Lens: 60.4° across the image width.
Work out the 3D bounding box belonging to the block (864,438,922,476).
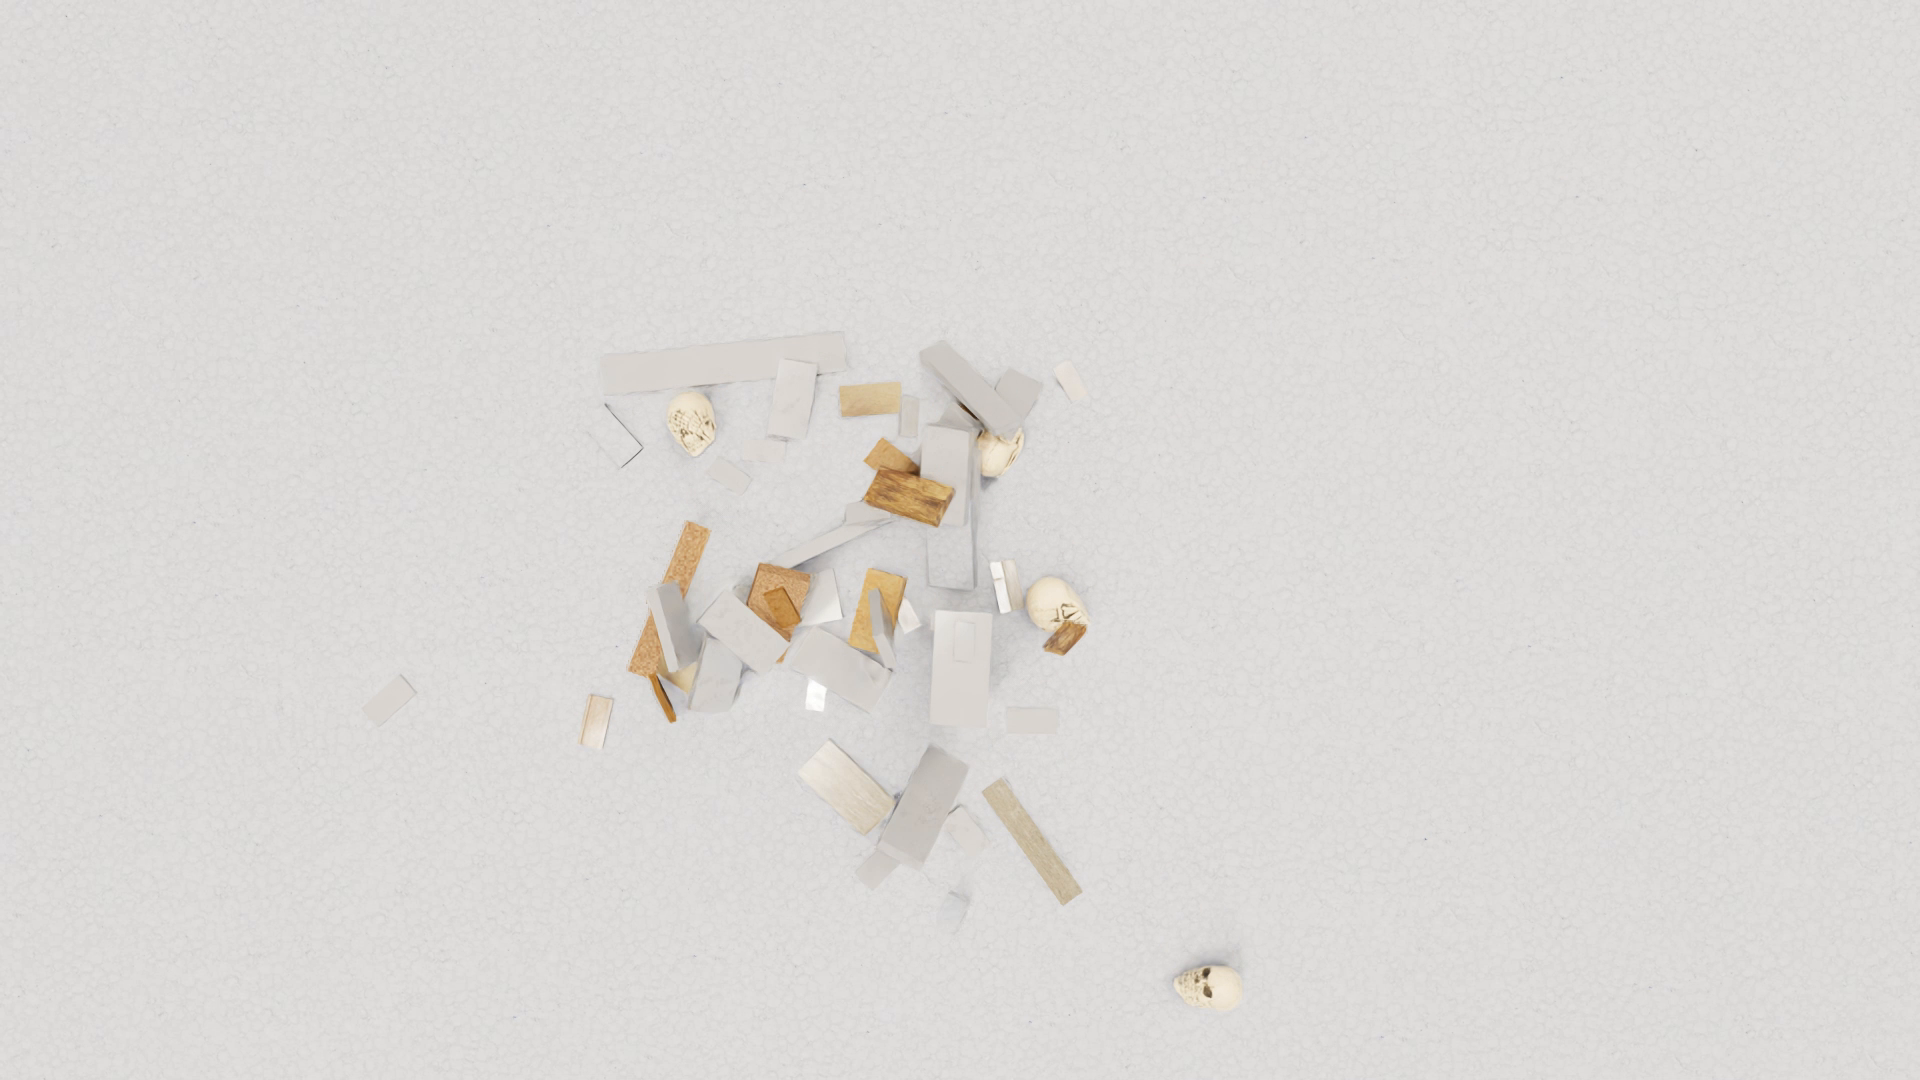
[{"bbox_3d":[-0.210,-0.239,5.486,0.203,0.029,0.102,38,90,0],"label":"block"}]

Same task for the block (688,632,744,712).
[{"bbox_3d":[-0.793,0.435,5.398,0.138,0.039,0.276,6,116,-25],"label":"block"}]

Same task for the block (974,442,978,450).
[{"bbox_3d":[-0.014,-0.212,5.394,0.132,0.037,0.264,13,125,16],"label":"block"}]

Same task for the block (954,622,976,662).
[{"bbox_3d":[0.013,0.314,5.087,0.059,0.017,0.118,4,90,0],"label":"block"}]

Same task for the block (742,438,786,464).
[{"bbox_3d":[-0.652,-0.296,5.490,0.140,0.020,0.070,5,90,0],"label":"block"}]

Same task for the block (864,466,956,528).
[{"bbox_3d":[-0.162,-0.141,5.253,0.264,0.037,0.132,18,68,23],"label":"block"}]

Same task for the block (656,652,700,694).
[{"bbox_3d":[-0.917,0.423,5.482,0.252,0.036,0.126,33,90,0],"label":"block"}]

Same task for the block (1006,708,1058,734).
[{"bbox_3d":[0.241,0.602,5.488,0.167,0.024,0.084,1,90,0],"label":"block"}]

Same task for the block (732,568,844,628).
[{"bbox_3d":[-0.571,0.209,5.476,0.338,0.048,0.169,-11,90,0],"label":"block"}]

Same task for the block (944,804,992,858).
[{"bbox_3d":[0.021,0.969,5.475,0.084,0.024,0.168,-38,99,0],"label":"block"}]

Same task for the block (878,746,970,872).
[{"bbox_3d":[-0.114,0.859,5.321,0.154,0.443,0.044,29,132,0],"label":"block"}]

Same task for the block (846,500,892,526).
[{"bbox_3d":[-0.292,-0.090,5.299,0.152,0.022,0.076,-8,60,13],"label":"block"}]

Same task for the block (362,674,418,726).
[{"bbox_3d":[-1.898,0.534,5.488,0.168,0.024,0.084,-42,90,0],"label":"block"}]

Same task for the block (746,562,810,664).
[{"bbox_3d":[-0.616,0.241,5.377,0.169,0.048,0.338,14,121,-13],"label":"block"}]

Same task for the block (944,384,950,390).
[{"bbox_3d":[0.055,-0.485,5.445,0.196,0.098,0.028,35,131,5],"label":"block"}]

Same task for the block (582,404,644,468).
[{"bbox_3d":[-1.155,-0.346,5.486,0.098,0.028,0.196,-42,90,0],"label":"block"}]

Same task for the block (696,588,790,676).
[{"bbox_3d":[-0.695,0.298,5.311,0.276,0.039,0.138,42,84,-12],"label":"block"}]

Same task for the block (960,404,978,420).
[{"bbox_3d":[0.007,-0.379,5.435,0.196,0.028,0.098,-40,90,33],"label":"block"}]

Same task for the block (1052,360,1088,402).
[{"bbox_3d":[0.368,-0.529,5.491,0.065,0.018,0.131,-30,90,0],"label":"block"}]

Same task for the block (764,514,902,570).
[{"bbox_3d":[-0.387,-0.013,5.400,0.547,0.169,0.048,-25,90,3],"label":"block"}]

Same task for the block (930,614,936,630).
[{"bbox_3d":[-0.003,0.267,5.322,0.176,0.353,0.050,0,87,0],"label":"block"}]

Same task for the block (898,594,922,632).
[{"bbox_3d":[-0.193,0.225,5.492,0.059,0.017,0.163,-28,90,0],"label":"block"}]

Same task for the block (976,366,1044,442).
[{"bbox_3d":[0.165,-0.446,5.400,0.132,0.037,0.264,30,49,0],"label":"block"}]

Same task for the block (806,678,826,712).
[{"bbox_3d":[-0.478,0.507,5.492,0.059,0.017,0.118,6,90,0],"label":"block"}]

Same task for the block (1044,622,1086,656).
[{"bbox_3d":[0.344,0.325,5.427,0.076,0.152,0.022,17,48,-20],"label":"block"}]

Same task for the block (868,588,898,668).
[{"bbox_3d":[-0.248,0.280,5.281,0.037,0.264,0.132,-18,122,4],"label":"block"}]

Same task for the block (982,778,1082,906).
[{"bbox_3d":[0.240,1.003,5.488,0.084,0.024,0.464,-36,90,0],"label":"block"}]

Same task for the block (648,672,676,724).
[{"bbox_3d":[-0.974,0.518,5.410,0.024,0.167,0.084,-23,47,-7],"label":"block"}]

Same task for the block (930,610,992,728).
[{"bbox_3d":[0.003,0.398,5.121,0.176,0.050,0.353,3,90,0],"label":"block"}]

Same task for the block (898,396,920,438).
[{"bbox_3d":[-0.170,-0.410,5.474,0.065,0.018,0.131,3,90,-34],"label":"block"}]

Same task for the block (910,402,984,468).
[{"bbox_3d":[-0.042,-0.315,5.401,0.132,0.037,0.264,41,127,4],"label":"block"}]

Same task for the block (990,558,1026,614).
[{"bbox_3d":[0.158,0.152,5.488,0.084,0.024,0.168,-12,90,0],"label":"block"}]

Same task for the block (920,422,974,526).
[{"bbox_3d":[-0.045,-0.209,5.275,0.157,0.044,0.313,10,109,19],"label":"block"}]

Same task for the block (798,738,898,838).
[{"bbox_3d":[-0.375,0.822,5.478,0.309,0.044,0.154,43,90,0],"label":"block"}]

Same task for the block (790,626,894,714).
[{"bbox_3d":[-0.390,0.430,5.461,0.309,0.044,0.154,31,76,0],"label":"block"}]

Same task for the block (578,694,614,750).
[{"bbox_3d":[-1.212,0.604,5.488,0.084,0.024,0.168,13,90,0],"label":"block"}]

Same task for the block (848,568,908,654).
[{"bbox_3d":[-0.273,0.237,5.463,0.132,0.037,0.264,15,90,17],"label":"block"}]

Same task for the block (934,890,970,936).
[{"bbox_3d":[-0.025,1.232,5.446,0.076,0.022,0.152,26,121,9],"label":"block"}]

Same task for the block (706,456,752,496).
[{"bbox_3d":[-0.767,-0.213,5.490,0.140,0.020,0.070,35,90,0],"label":"block"}]

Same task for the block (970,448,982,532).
[{"bbox_3d":[-0.016,-0.164,5.375,0.157,0.044,0.313,14,125,15],"label":"block"}]

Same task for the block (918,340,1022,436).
[{"bbox_3d":[0.029,-0.496,5.358,0.102,0.029,0.429,-26,56,-25],"label":"block"}]

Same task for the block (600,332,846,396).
[{"bbox_3d":[-0.785,-0.584,5.482,0.807,0.036,0.126,-6,90,0],"label":"block"}]

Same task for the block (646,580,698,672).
[{"bbox_3d":[-0.934,0.280,5.378,0.039,0.138,0.276,-12,96,21],"label":"block"}]

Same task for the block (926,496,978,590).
[{"bbox_3d":[-0.027,0.004,5.397,0.157,0.044,0.313,6,113,21],"label":"block"}]

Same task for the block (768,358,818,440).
[{"bbox_3d":[-0.553,-0.467,5.459,0.126,0.036,0.252,10,99,-3],"label":"block"}]

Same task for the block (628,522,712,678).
[{"bbox_3d":[-0.959,0.199,5.453,0.084,0.024,0.531,22,84,-14],"label":"block"}]

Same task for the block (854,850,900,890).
[{"bbox_3d":[-0.198,1.015,5.488,0.342,0.024,0.084,-45,90,0],"label":"block"}]

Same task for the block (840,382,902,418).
[{"bbox_3d":[-0.295,-0.467,5.486,0.203,0.029,0.102,-4,90,0],"label":"block"}]

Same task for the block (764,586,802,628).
[{"bbox_3d":[-0.574,0.218,5.326,0.070,0.020,0.140,-20,122,8],"label":"block"}]
